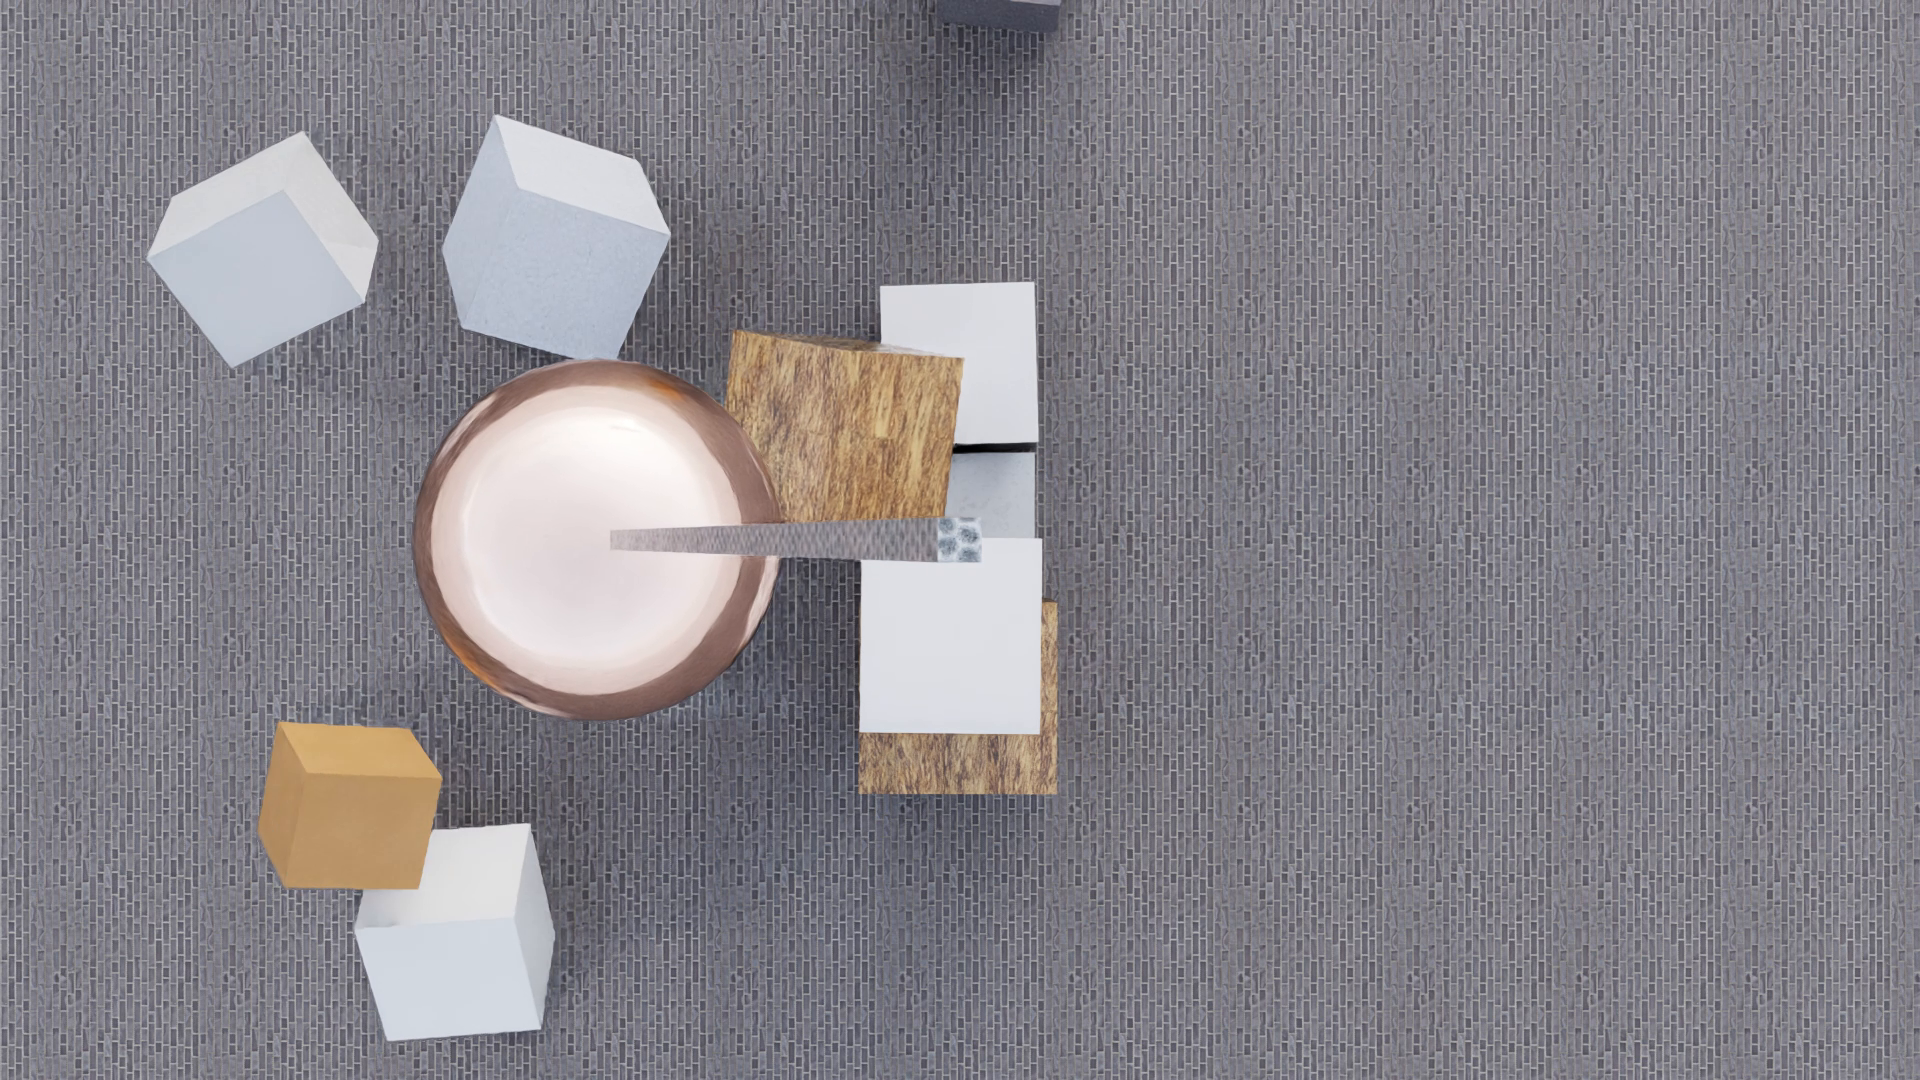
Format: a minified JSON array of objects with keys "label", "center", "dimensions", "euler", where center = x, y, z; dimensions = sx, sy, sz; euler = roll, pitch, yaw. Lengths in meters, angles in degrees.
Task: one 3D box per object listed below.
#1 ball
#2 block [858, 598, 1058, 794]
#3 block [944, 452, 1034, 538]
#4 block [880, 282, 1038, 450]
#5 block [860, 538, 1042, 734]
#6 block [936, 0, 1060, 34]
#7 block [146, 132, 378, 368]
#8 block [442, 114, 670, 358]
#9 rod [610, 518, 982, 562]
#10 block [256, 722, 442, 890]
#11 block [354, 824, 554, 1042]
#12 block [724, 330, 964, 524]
[{"label":"ball","center":[-1.583,0.000,9.662],"dimensions":[1.600,1.600,1.600],"euler":[0,90,0]},{"label":"block","center":[-0.011,0.858,12.458],"dimensions":[1.074,1.084,1.037],"euler":[0,90,0]},{"label":"block","center":[-0.014,-0.078,12.638],"dimensions":[0.861,0.724,0.819],"euler":[0,90,0]},{"label":"block","center":[-0.004,-0.969,12.552],"dimensions":[0.848,0.896,0.881],"euler":[-2,90,0]},{"label":"block","center":[-0.044,0.469,11.359],"dimensions":[0.884,1.113,0.962],"euler":[1,90,0]},{"label":"block","center":[0.248,-3.365,12.655],"dimensions":[0.702,0.690,0.681],"euler":[6,90,0]},{"label":"block","center":[-3.594,-1.509,11.403],"dimensions":[0.798,0.734,0.709],"euler":[-25,123,8]},{"label":"block","center":[-2.265,-1.660,12.247],"dimensions":[0.871,0.942,0.870],"euler":[14,118,-29]},{"label":"rod","center":[-0.686,0.000,6.382],"dimensions":[0.080,5.200,0.080],"euler":[0,90,-15]},{"label":"block","center":[-3.263,1.417,11.734],"dimensions":[0.714,0.658,0.648],"euler":[7,105,-32]},{"label":"block","center":[-2.834,2.215,12.439],"dimensions":[0.865,0.756,0.873],"euler":[-4,125,0]},{"label":"block","center":[-0.643,-0.581,11.692],"dimensions":[0.835,0.904,0.929],"euler":[14,101,41]}]
